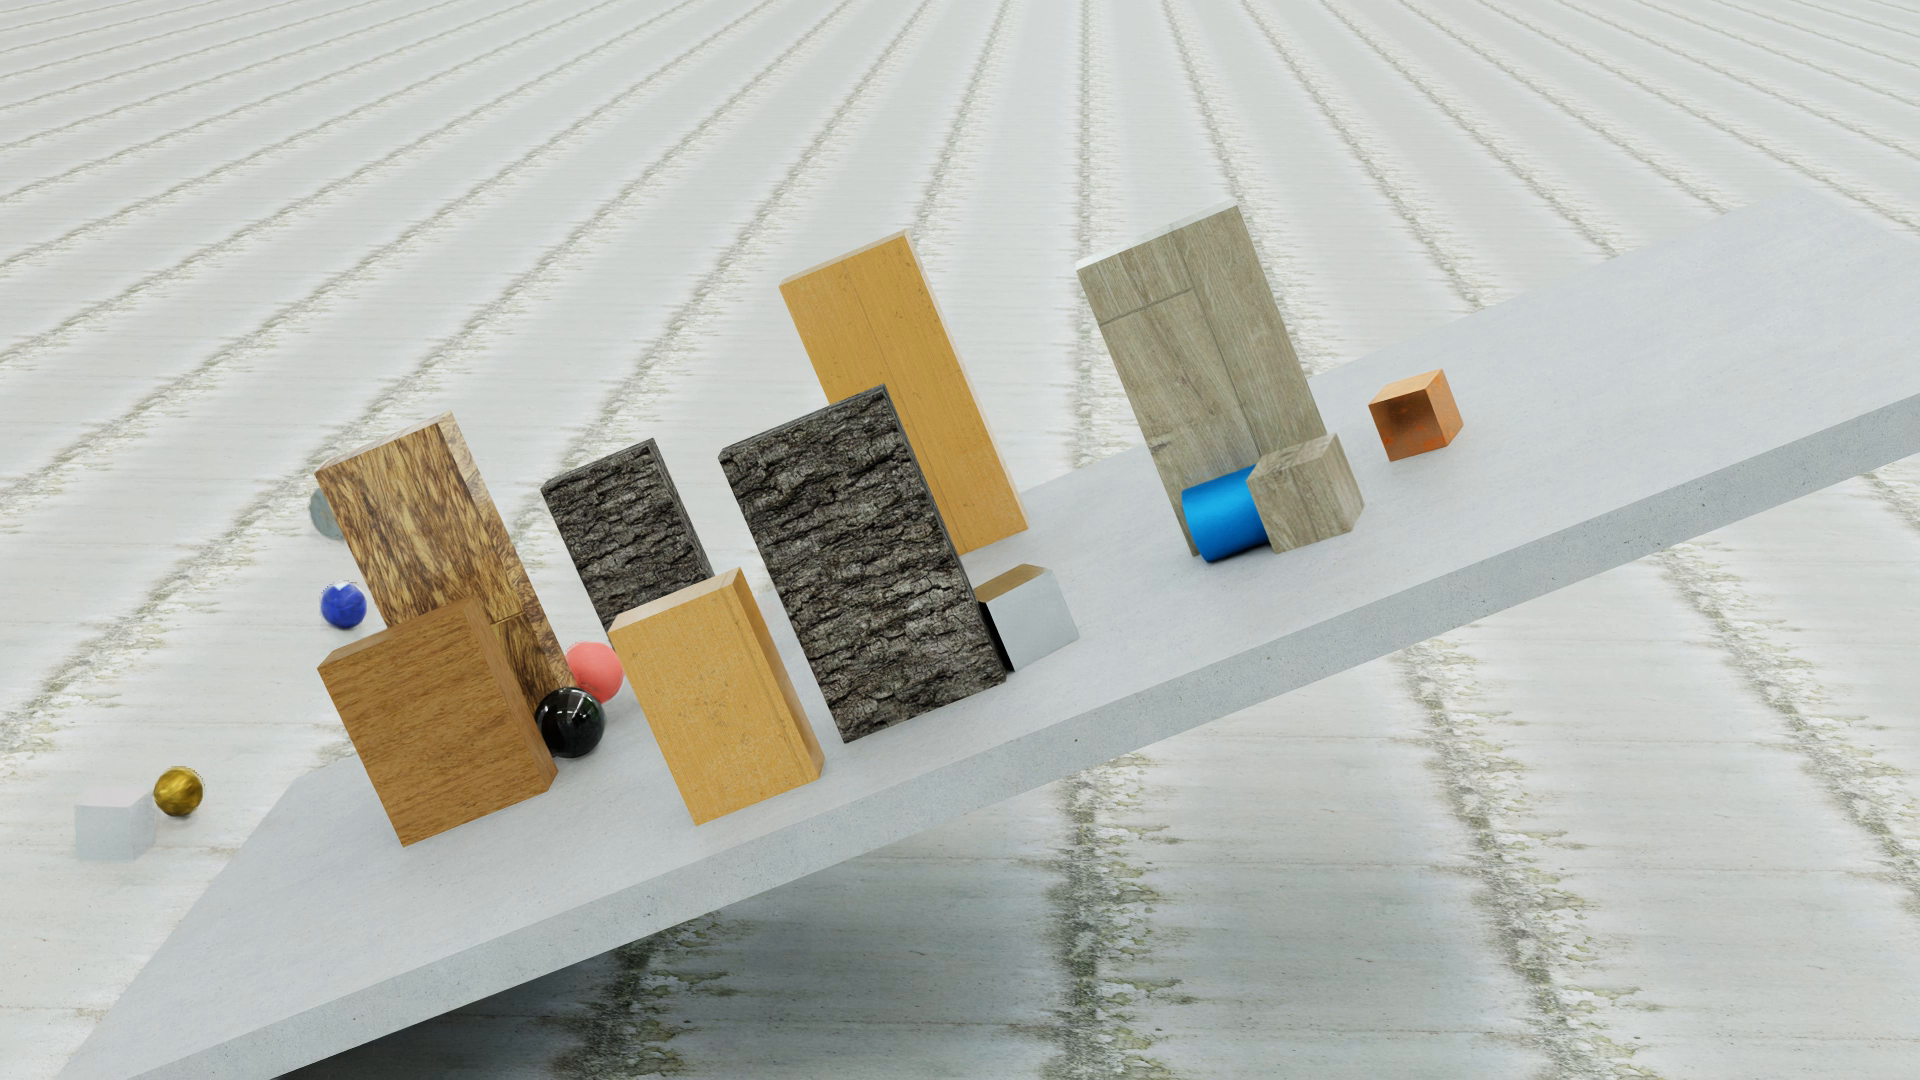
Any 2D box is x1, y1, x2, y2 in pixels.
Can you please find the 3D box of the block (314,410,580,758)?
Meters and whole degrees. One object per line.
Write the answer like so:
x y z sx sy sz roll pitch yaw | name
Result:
-1.124 0.138 6.589 0.302 0.795 0.139 -21 12 8 | block

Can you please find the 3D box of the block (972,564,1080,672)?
0.117 0.152 5.798 0.151 0.151 0.151 -27 13 -17 | block

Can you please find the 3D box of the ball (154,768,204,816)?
-1.992 0.644 7.495 0.123 0.123 0.123 0 14 0 | ball

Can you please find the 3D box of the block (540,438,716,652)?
-0.795 0.026 7.229 0.288 0.474 0.100 -21 12 8 | block

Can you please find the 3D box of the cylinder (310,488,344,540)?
-2.151 -0.116 10.354 0.192 0.192 0.192 9 17 33 | cylinder

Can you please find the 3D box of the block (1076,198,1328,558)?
0.514 -0.328 5.964 0.345 0.638 0.113 -21 12 8 | block

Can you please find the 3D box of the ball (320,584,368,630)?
-1.922 0.207 9.177 0.144 0.144 0.144 0 14 0 | ball

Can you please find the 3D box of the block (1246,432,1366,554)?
0.681 -0.092 5.789 0.160 0.160 0.160 -18 13 23 | block

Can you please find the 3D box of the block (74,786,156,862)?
-2.079 0.699 7.238 0.142 0.142 0.142 2 14 7 | block

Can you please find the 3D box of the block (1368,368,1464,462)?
0.945 -0.259 6.090 0.130 0.130 0.130 -16 14 30 | block

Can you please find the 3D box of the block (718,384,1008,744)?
-0.185 0.049 5.681 0.340 0.617 0.083 -21 12 8 | block

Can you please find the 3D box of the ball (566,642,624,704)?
-0.849 0.308 6.780 0.147 0.147 0.147 0 14 0 | ball

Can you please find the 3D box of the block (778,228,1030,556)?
-0.126 -0.316 6.831 0.313 0.742 0.110 -21 12 8 | block

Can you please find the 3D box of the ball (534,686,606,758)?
-0.862 0.403 6.491 0.159 0.159 0.159 0 14 0 | ball

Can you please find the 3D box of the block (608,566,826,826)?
-0.461 0.298 5.607 0.257 0.413 0.129 -21 12 8 | block

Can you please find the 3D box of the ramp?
0.126 0.172 6.288 4.000 0.100 2.000 -21 12 8 | ramp

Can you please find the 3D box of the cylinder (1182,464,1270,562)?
0.544 -0.053 5.884 0.155 0.155 0.155 -20 10 15 | cylinder

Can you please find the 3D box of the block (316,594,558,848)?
-1.127 0.391 6.368 0.346 0.436 0.134 -21 12 8 | block
